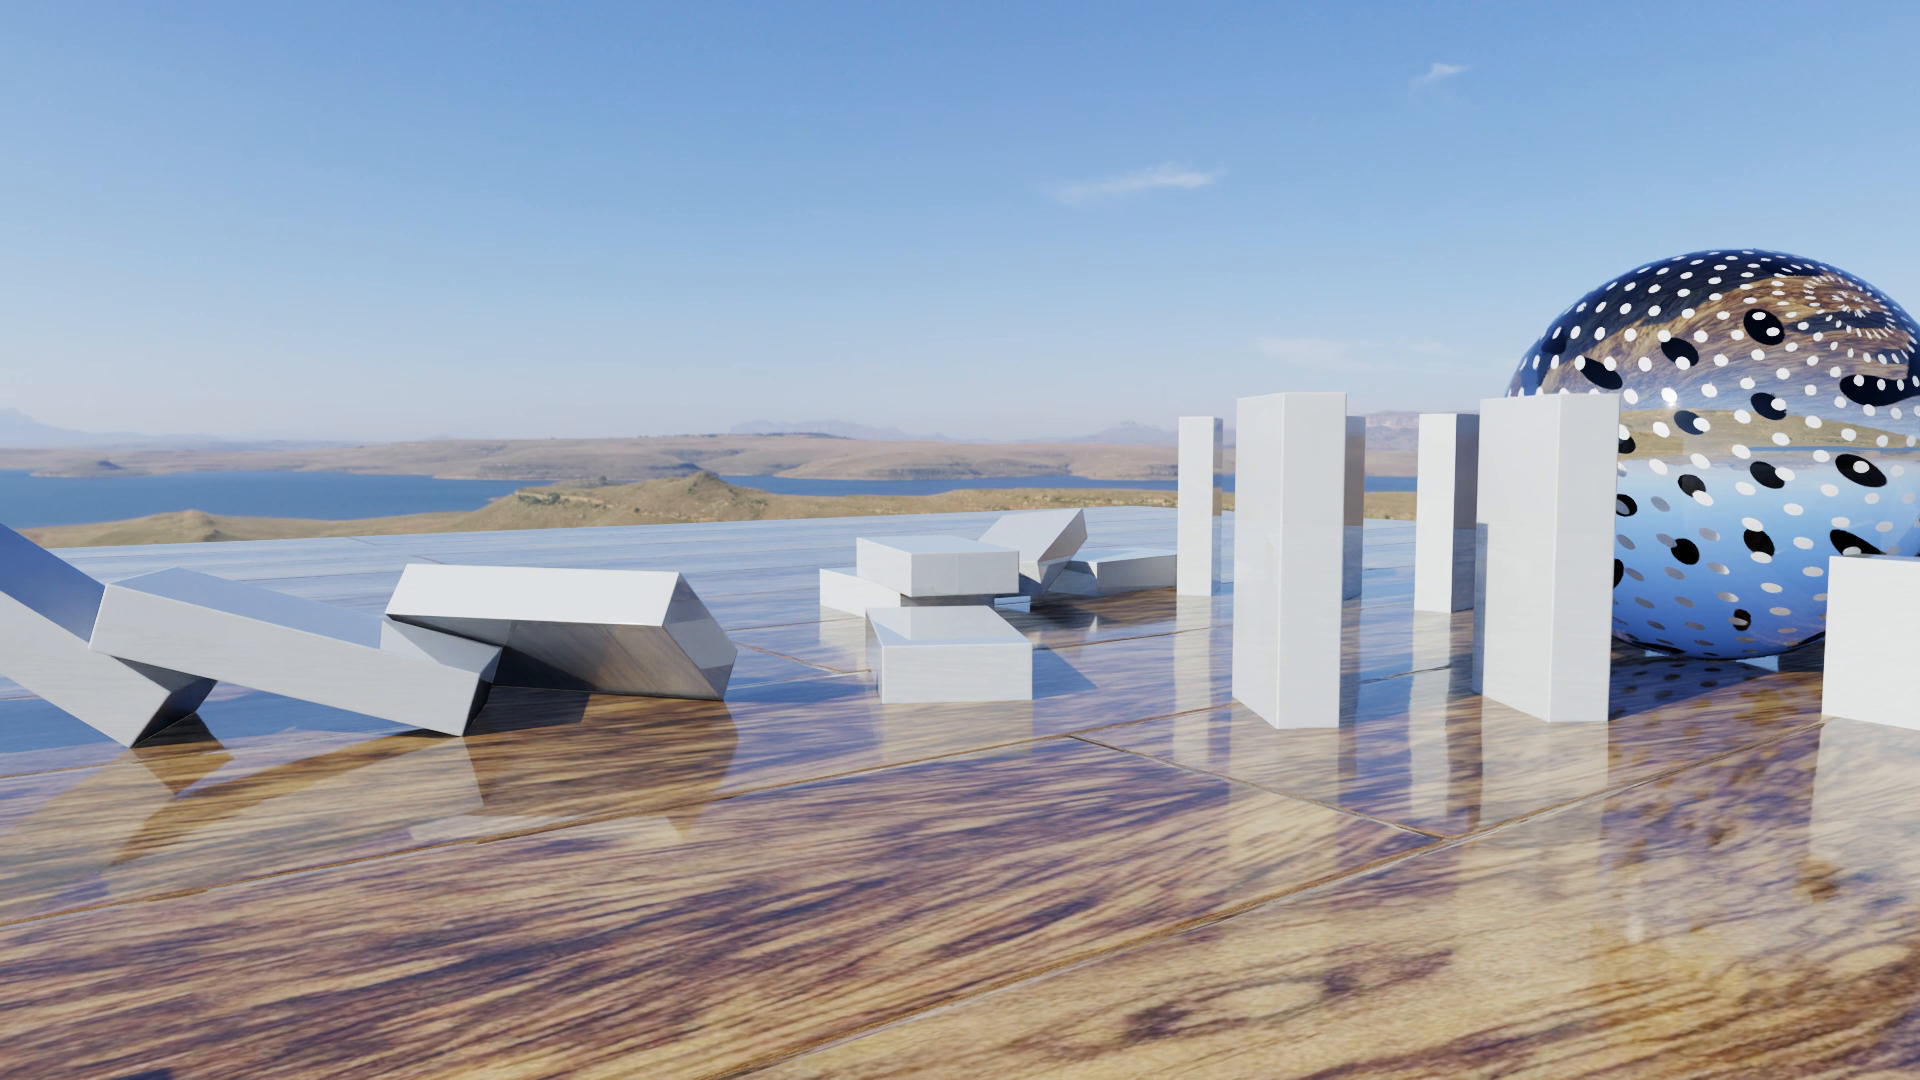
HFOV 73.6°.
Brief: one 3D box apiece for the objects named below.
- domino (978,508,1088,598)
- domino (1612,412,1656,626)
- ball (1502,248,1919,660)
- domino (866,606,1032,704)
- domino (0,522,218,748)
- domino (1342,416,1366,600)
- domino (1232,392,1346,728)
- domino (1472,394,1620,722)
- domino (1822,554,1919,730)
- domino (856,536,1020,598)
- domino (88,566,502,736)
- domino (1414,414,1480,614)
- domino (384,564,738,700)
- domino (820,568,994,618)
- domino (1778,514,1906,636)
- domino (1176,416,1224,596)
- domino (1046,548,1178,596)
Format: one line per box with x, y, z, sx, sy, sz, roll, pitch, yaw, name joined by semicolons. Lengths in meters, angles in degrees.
0.018;0.003;0.364;0.025;0.009;0.050;-5;16;21;domino
0.153;-0.005;0.305;0.025;0.050;0.009;-3;5;-32;domino
0.147;-0.016;0.252;0.080;0.080;0.080;0;4;0;ball
-0.004;0.020;0.236;0.025;0.010;0.050;-1;4;-7;domino
-0.136;0.010;0.186;0.050;0.009;0.025;36;-4;-13;domino
0.103;-0.009;0.354;0.009;0.050;0.025;3;5;33;domino
0.051;0.002;0.203;0.009;0.050;0.025;0;4;-3;domino
0.094;0.002;0.207;0.009;0.050;0.025;0;4;-4;domino
0.153;0.016;0.182;0.009;0.025;0.050;-3;5;-31;domino
-0.006;0.006;0.304;0.025;0.010;0.050;-1;5;-18;domino
-0.097;0.016;0.193;0.050;0.009;0.025;16;1;-13;domino
0.129;-0.007;0.333;0.009;0.050;0.025;4;6;44;domino
-0.065;0.015;0.213;0.050;0.009;0.025;1;-33;16;domino
-0.014;0.014;0.324;0.025;0.009;0.050;-2;5;-28;domino
0.209;0.007;0.303;0.050;0.025;0.010;-3;5;-39;domino
0.069;-0.010;0.369;0.009;0.050;0.025;1;4;17;domino
0.047;0.009;0.384;0.050;0.009;0.025;-4;6;-45;domino
